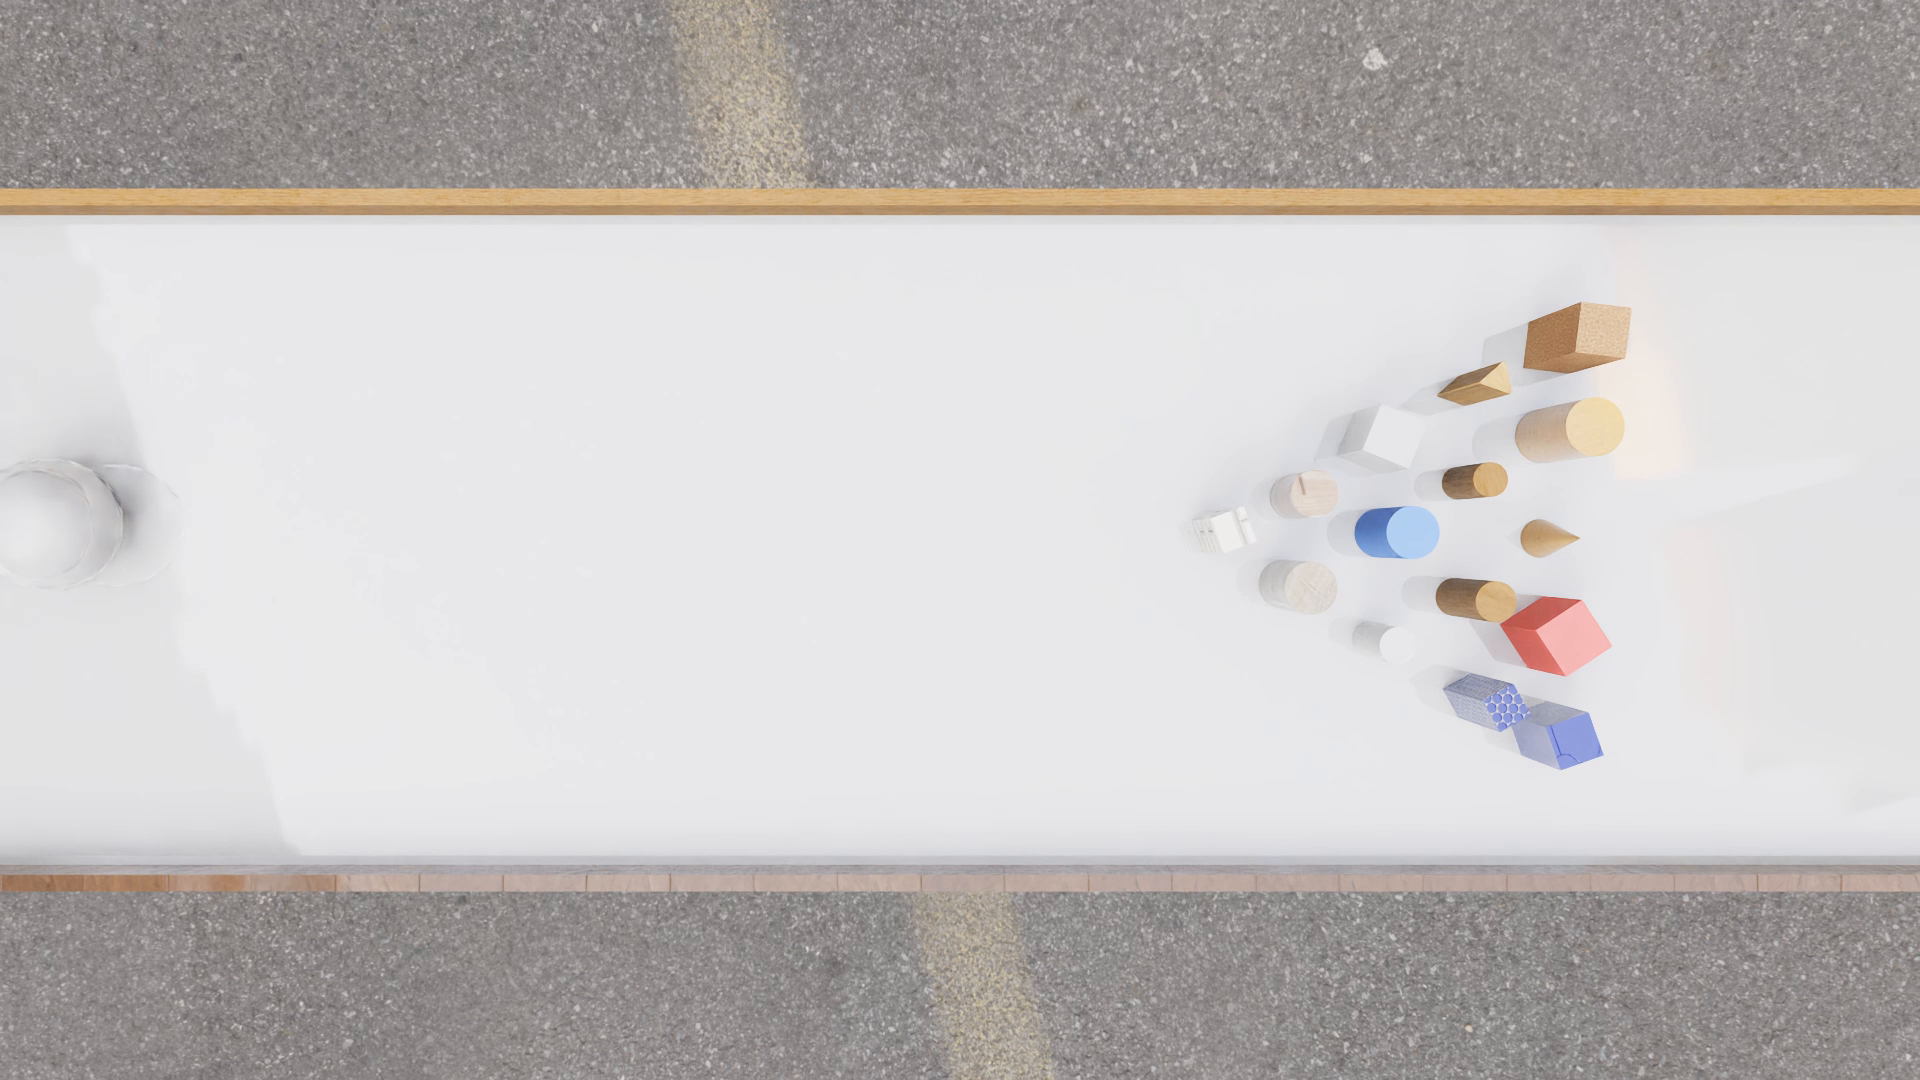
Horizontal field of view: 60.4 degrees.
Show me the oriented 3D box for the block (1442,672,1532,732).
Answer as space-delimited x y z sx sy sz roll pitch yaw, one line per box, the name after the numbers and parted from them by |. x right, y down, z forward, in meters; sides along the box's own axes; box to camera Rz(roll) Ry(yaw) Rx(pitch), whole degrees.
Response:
1.554 0.478 4.882 0.102 0.389 0.102 -29 90 0 | block

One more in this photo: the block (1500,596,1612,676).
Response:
1.772 0.284 4.917 0.161 0.319 0.161 -33 90 0 | block

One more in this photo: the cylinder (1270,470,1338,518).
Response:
1.021 -0.133 4.909 0.137 0.335 0.137 0 90 0 | cylinder

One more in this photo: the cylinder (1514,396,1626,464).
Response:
1.791 -0.320 4.863 0.168 0.427 0.168 0 90 0 | cylinder

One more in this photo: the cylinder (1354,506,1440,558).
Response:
1.290 -0.022 4.885 0.152 0.383 0.152 0 90 0 | cylinder

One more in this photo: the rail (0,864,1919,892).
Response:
-2.247 1.025 5.001 12.000 0.150 0.050 0 90 0 | rail

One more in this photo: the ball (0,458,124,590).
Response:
-2.693 -0.047 4.882 0.390 0.390 0.390 0 90 0 | ball

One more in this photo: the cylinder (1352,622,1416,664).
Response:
1.259 0.304 4.909 0.106 0.335 0.106 0 90 0 | cylinder

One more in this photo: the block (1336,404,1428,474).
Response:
1.252 -0.299 4.911 0.145 0.331 0.145 22 90 0 | block

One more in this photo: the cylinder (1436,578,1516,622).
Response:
1.522 0.175 4.878 0.117 0.397 0.117 0 90 0 | cylinder

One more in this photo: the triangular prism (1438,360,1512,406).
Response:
1.525 -0.467 4.865 0.094 0.423 0.081 19 90 0 | triangular prism

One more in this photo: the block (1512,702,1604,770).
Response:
1.769 0.580 4.911 0.132 0.331 0.132 -19 90 0 | block

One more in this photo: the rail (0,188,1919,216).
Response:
-2.247 -1.025 5.002 12.000 0.150 0.050 0 90 0 | rail

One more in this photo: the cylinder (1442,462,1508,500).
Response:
1.533 -0.175 4.920 0.101 0.312 0.101 0 90 0 | cylinder

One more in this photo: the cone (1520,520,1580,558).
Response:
1.784 -0.005 4.906 0.120 0.340 0.120 0 90 0 | cone

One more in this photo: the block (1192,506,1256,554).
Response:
0.780 -0.028 4.898 0.107 0.357 0.107 -20 90 0 | block

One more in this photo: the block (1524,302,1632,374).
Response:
1.813 -0.592 4.861 0.143 0.432 0.143 7 90 0 | block

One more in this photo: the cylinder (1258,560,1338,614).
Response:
0.993 0.136 4.872 0.150 0.410 0.150 0 90 0 | cylinder
